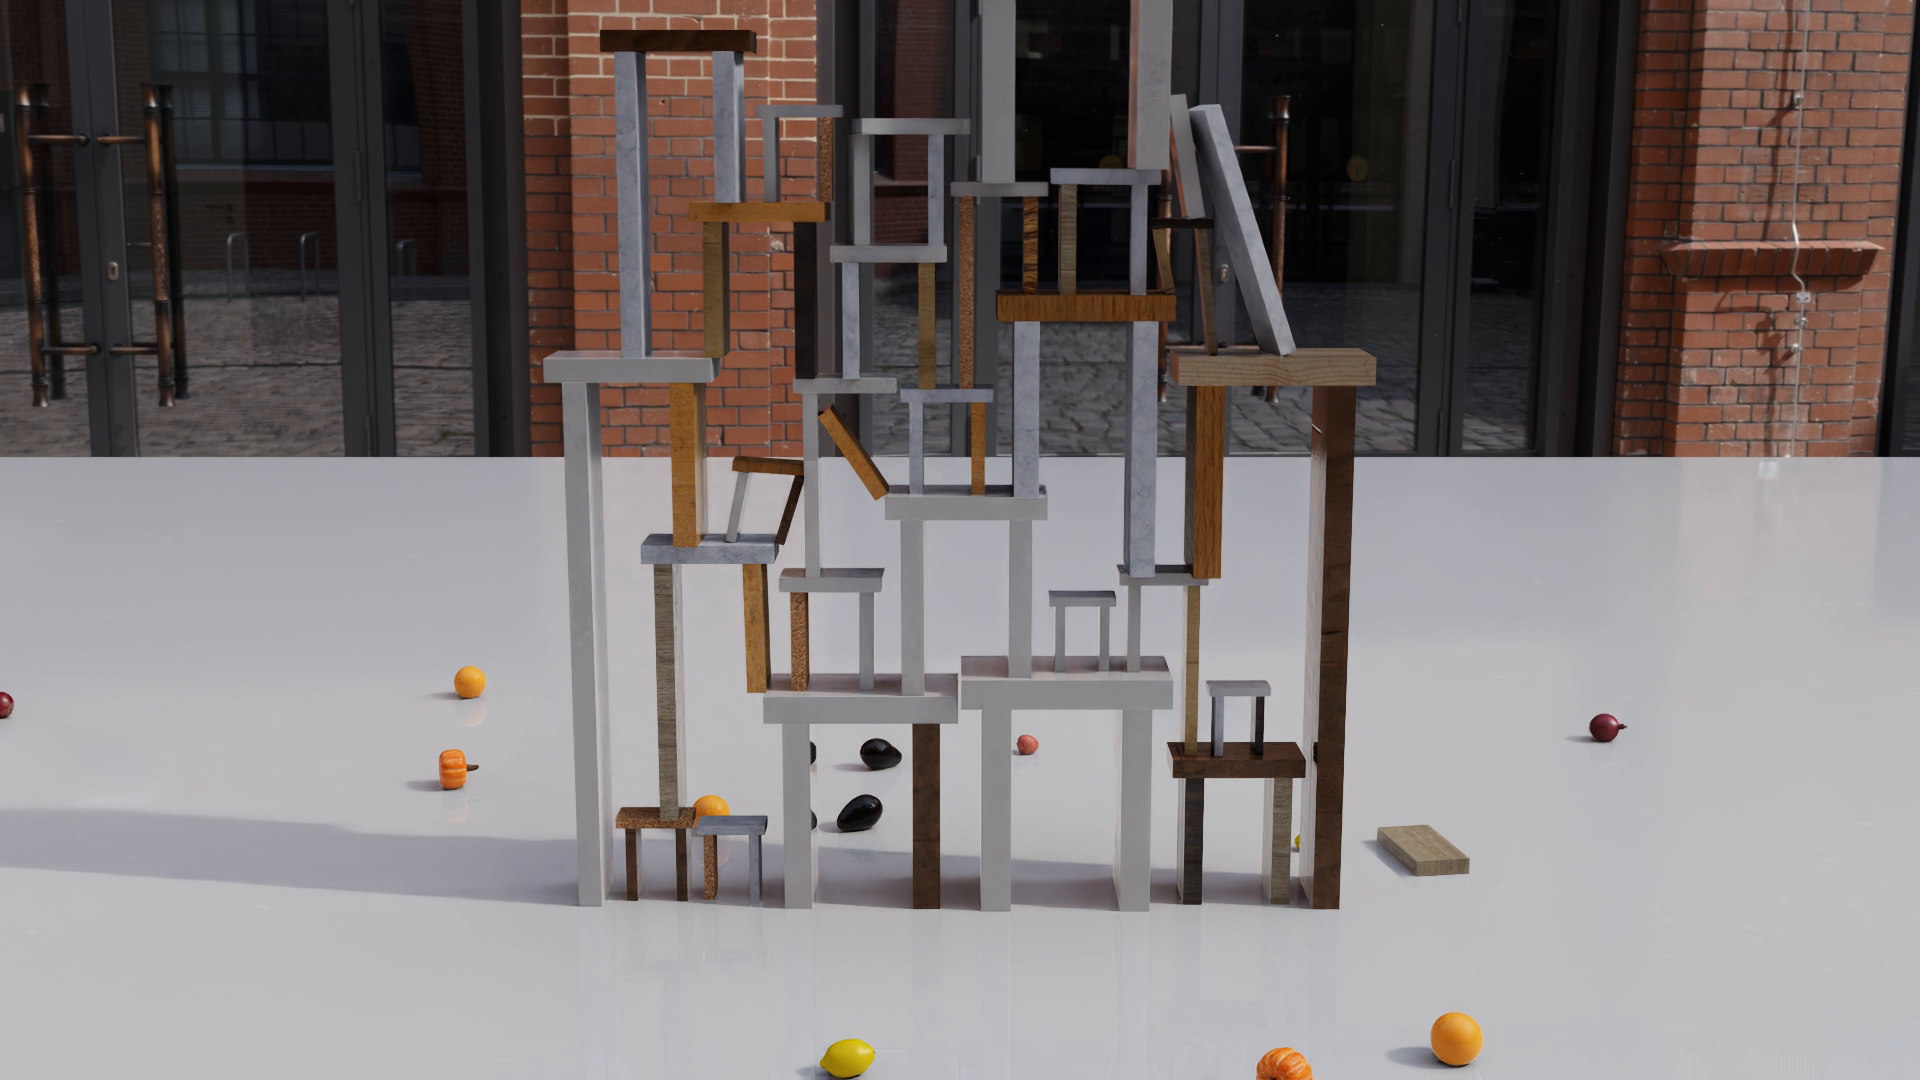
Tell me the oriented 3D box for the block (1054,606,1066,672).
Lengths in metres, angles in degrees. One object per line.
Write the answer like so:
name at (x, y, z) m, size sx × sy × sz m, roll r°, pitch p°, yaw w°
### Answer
block at (0.162, 0.156, 3.589) m, size 0.015 × 0.108 × 0.054 m, roll 0°, pitch 11°, yaw 0°

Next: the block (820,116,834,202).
block at (-0.209, -0.597, 3.451) m, size 0.018 × 0.130 × 0.065 m, roll 0°, pitch 11°, yaw -1°

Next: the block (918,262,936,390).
block at (-0.051, -0.344, 3.498) m, size 0.026 × 0.199 × 0.091 m, roll 0°, pitch 11°, yaw 1°

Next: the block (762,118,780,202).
block at (-0.295, -0.597, 3.452) m, size 0.018 × 0.131 × 0.065 m, roll 0°, pitch 11°, yaw 2°

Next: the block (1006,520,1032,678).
block at (0.096, 0.083, 3.571) m, size 0.036 × 0.257 × 0.129 m, roll 0°, pitch 10°, yaw 0°

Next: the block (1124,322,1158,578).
block at (0.290, -0.153, 3.533) m, size 0.039 × 0.408 × 0.139 m, roll 0°, pitch 11°, yaw 0°

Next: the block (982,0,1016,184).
block at (0.060, -0.748, 3.418) m, size 0.050 × 0.377 × 0.178 m, roll 0°, pitch 11°, yaw 1°

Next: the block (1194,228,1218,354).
block at (0.391, -0.396, 3.490) m, size 0.014 × 0.197 × 0.051 m, roll -6°, pitch 11°, yaw 1°

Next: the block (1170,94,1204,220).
block at (0.351, -0.601, 3.445) m, size 0.027 × 0.191 × 0.095 m, roll -10°, pitch 10°, yaw 2°

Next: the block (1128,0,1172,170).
block at (0.295, -0.758, 3.416) m, size 0.050 × 0.356 × 0.178 m, roll 0°, pitch 11°, yaw 0°

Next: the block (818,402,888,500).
block at (-0.170, -0.142, 3.534) m, size 0.023 × 0.163 × 0.081 m, roll -33°, pitch 9°, yaw 6°

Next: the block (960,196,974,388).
block at (0.010, -0.394, 3.490) m, size 0.022 × 0.301 × 0.076 m, roll 0°, pitch 11°, yaw 0°

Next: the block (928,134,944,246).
block at (-0.038, -0.551, 3.456) m, size 0.024 × 0.171 × 0.085 m, roll 0°, pitch 11°, yaw -1°

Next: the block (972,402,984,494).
block at (0.029, -0.152, 3.529) m, size 0.021 × 0.148 × 0.074 m, roll 0°, pitch 11°, yaw 0°

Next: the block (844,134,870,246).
block at (-0.162, -0.550, 3.451) m, size 0.024 × 0.171 × 0.085 m, roll -2°, pitch 11°, yaw -13°

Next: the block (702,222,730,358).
block at (-0.387, -0.400, 3.491) m, size 0.030 × 0.212 × 0.106 m, roll 1°, pitch 11°, yaw 0°

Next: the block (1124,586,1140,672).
block at (0.281, 0.138, 3.589) m, size 0.020 × 0.144 × 0.072 m, roll 0°, pitch 11°, yaw 0°

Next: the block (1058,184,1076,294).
block at (0.169, -0.475, 3.470) m, size 0.024 × 0.170 × 0.085 m, roll 0°, pitch 11°, yaw 0°

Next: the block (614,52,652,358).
block at (-0.513, -0.526, 3.459) m, size 0.032 × 0.470 × 0.114 m, roll 0°, pitch 11°, yaw 0°

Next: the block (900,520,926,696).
block at (-0.075, 0.098, 3.574) m, size 0.036 × 0.287 × 0.129 m, roll 0°, pitch 11°, yaw 0°

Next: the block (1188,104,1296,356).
block at (0.440, -0.486, 3.452) m, size 0.027 × 0.402 × 0.095 m, roll -22°, pitch 14°, yaw -8°

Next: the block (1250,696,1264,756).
block at (0.489, 0.299, 3.613) m, size 0.014 × 0.100 × 0.050 m, roll 0°, pitch 11°, yaw -1°

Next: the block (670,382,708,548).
block at (-0.435, -0.130, 3.539) m, size 0.037 × 0.263 × 0.131 m, roll 0°, pitch 11°, yaw 2°

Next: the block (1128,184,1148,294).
block at (0.281, -0.476, 3.471) m, size 0.024 × 0.170 × 0.085 m, roll 1°, pitch 11°, yaw 2°

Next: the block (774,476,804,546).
block at (-0.273, -0.052, 3.553) m, size 0.016 × 0.115 × 0.058 m, roll 17°, pitch 10°, yaw -3°

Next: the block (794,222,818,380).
block at (-0.244, -0.383, 3.488) m, size 0.030 × 0.244 × 0.106 m, roll 0°, pitch 11°, yaw 0°

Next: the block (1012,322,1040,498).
block at (0.105, -0.217, 3.520) m, size 0.039 × 0.278 × 0.139 m, roll 0°, pitch 11°, yaw 0°

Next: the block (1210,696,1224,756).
block at (0.423, 0.299, 3.611) m, size 0.014 × 0.100 × 0.050 m, roll 0°, pitch 11°, yaw 0°

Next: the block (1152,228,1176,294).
block at (0.322, -0.443, 3.482) m, size 0.014 × 0.102 × 0.051 m, roll -11°, pitch 10°, yaw 2°

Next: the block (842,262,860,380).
block at (-0.173, -0.351, 3.488) m, size 0.026 × 0.182 × 0.091 m, roll 0°, pitch 11°, yaw -2°

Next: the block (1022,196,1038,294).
block at (0.111, -0.467, 3.476) m, size 0.022 × 0.152 × 0.076 m, roll 0°, pitch 11°, yaw 0°

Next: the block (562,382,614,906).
block at (-0.606, 0.165, 3.593) m, size 0.037 × 0.863 × 0.131 m, roll 0°, pitch 11°, yaw 0°

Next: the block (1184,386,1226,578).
block at (0.392, -0.104, 3.541) m, size 0.044 × 0.308 × 0.154 m, roll 0°, pitch 11°, yaw 0°

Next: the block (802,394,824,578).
block at (-0.236, -0.093, 3.536) m, size 0.023 × 0.298 × 0.081 m, roll 0°, pitch 11°, yaw 0°

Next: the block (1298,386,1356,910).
block at (0.598, 0.167, 3.591) m, size 0.044 × 0.860 × 0.154 m, roll 0°, pitch 11°, yaw 0°

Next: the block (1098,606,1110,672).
block at (0.234, 0.156, 3.589) m, size 0.015 × 0.108 × 0.054 m, roll 0°, pitch 11°, yaw 0°

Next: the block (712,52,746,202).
block at (-0.360, -0.644, 3.435) m, size 0.032 × 0.229 × 0.114 m, roll 0°, pitch 11°, yaw 2°

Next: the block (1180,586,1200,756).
block at (0.377, 0.207, 3.602) m, size 0.020 × 0.285 × 0.072 m, roll 0°, pitch 11°, yaw 0°

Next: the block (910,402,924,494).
block at (-0.069, -0.152, 3.530) m, size 0.021 × 0.148 × 0.074 m, roll 0°, pitch 11°, yaw 0°

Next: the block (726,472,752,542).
block at (-0.356, -0.058, 3.552) m, size 0.016 × 0.115 × 0.058 m, roll 12°, pitch 11°, yaw 1°
